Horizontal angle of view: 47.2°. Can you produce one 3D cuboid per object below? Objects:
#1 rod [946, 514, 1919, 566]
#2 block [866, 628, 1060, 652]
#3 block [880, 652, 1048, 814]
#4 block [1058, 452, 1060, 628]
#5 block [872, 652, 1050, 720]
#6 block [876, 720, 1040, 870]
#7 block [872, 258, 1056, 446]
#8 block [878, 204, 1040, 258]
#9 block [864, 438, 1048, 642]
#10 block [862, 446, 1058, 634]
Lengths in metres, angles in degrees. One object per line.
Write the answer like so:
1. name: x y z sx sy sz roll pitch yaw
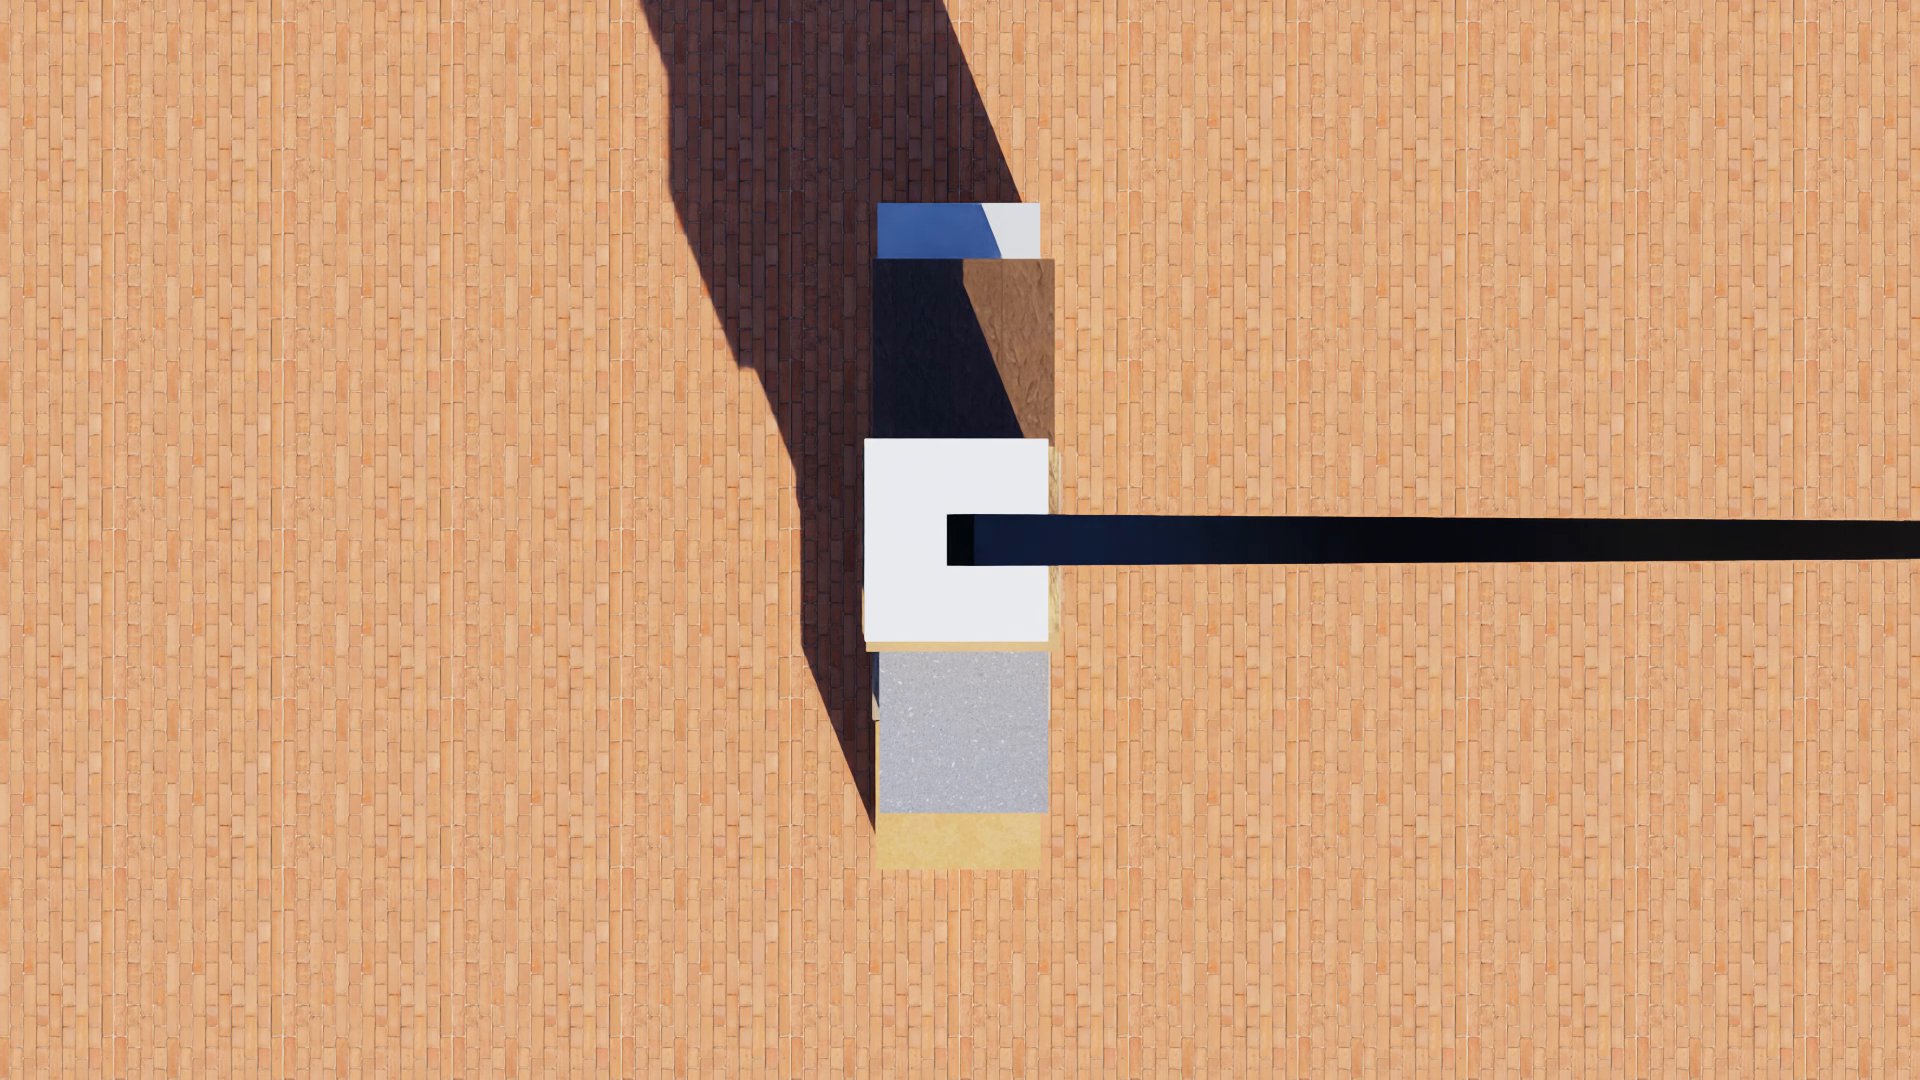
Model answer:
1. rod: 2.212 0.000 4.743 5.200 0.080 0.080 0 90 -32
2. block: 0.016 0.072 10.916 0.920 1.003 0.914 0 90 0
3. block: 0.019 0.936 11.088 0.825 0.703 0.795 0 90 0
4. block: 0.010 0.000 9.359 0.809 0.645 0.716 0 90 0
5. block: 0.007 0.538 12.588 0.983 0.824 0.917 0 90 0
6. block: -0.010 1.417 12.596 0.915 0.809 0.821 0 90 0
7. block: 0.018 -0.857 10.727 0.859 0.739 0.938 0 90 0
8. block: -0.006 -1.342 12.461 0.883 1.077 0.971 0 90 0
9. block: -0.011 0.000 7.236 0.581 0.549 0.641 0 90 0
10. block: 0.001 0.000 8.611 0.732 0.852 0.696 0 90 0
